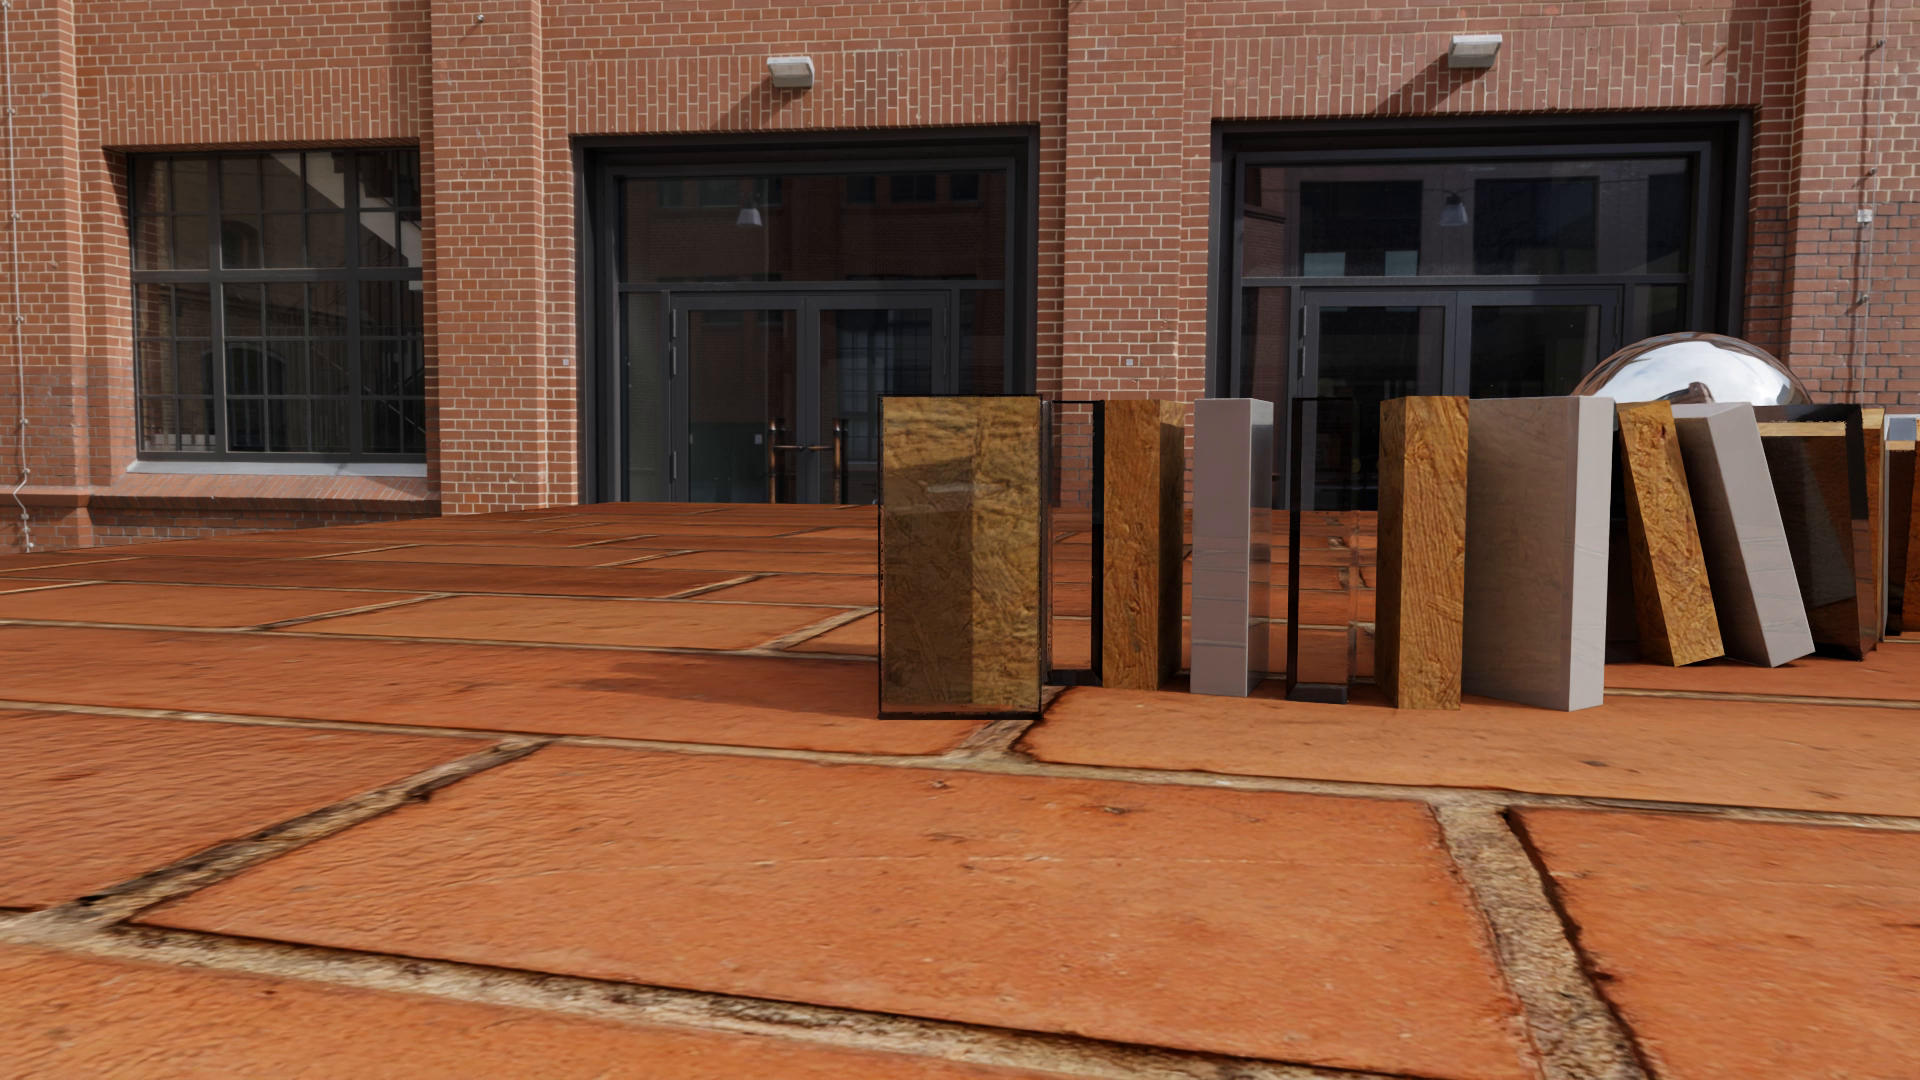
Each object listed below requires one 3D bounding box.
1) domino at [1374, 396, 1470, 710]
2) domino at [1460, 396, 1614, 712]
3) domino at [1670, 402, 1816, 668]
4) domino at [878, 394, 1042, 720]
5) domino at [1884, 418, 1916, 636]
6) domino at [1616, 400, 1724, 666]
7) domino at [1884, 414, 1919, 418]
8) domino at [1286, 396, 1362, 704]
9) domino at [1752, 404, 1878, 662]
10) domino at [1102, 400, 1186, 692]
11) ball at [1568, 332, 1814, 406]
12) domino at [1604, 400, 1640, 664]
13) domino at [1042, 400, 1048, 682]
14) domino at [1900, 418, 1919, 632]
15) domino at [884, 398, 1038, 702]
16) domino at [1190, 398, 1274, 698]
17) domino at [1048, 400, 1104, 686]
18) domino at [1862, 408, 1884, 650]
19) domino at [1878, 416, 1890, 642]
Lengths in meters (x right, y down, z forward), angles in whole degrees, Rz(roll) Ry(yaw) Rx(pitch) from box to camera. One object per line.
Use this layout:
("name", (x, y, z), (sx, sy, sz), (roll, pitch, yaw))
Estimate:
("domino", (0.077, 0.001, 0.216), (0.009, 0.050, 0.025), (1, 4, 9))
("domino", (0.094, 0.001, 0.215), (0.009, 0.050, 0.025), (-3, 5, -33))
("domino", (0.149, -0.002, 0.254), (0.009, 0.050, 0.025), (-19, 6, -6))
("domino", (0.000, 0.002, 0.201), (0.025, 0.050, 0.010), (0, 4, 0))
("domino", (0.194, -0.003, 0.283), (0.025, 0.050, 0.009), (3, 36, 34))
("domino", (0.136, -0.002, 0.256), (0.009, 0.050, 0.025), (-14, 4, 3))
("domino", (0.215, -0.004, 0.298), (0.025, 0.050, 0.010), (3, 31, 32))
("domino", (0.063, 0.001, 0.221), (0.009, 0.050, 0.025), (2, 5, 21))
("domino", (0.165, -0.002, 0.256), (0.009, 0.050, 0.025), (-30, 22, -34))
("domino", (0.034, 0.000, 0.232), (0.009, 0.050, 0.025), (2, 5, 20))
("ball", (0.244, -0.030, 0.434), (0.080, 0.080, 0.080), (0, 4, 0))
("domino", (0.123, -0.002, 0.257), (0.010, 0.050, 0.025), (-7, 4, 3))
("domino", (0.003, 0.000, 0.231), (0.025, 0.050, 0.010), (3, 5, 36))
("domino", (0.205, -0.003, 0.289), (0.025, 0.050, 0.010), (3, 36, 34))
("domino", (0.000, 0.001, 0.216), (0.025, 0.050, 0.009), (0, 4, 5))
("domino", (0.048, 0.001, 0.227), (0.009, 0.050, 0.025), (2, 5, 22))
("domino", (0.020, 0.000, 0.237), (0.009, 0.050, 0.025), (0, 4, -3))
("domino", (0.175, -0.002, 0.265), (0.025, 0.050, 0.010), (3, 30, 39))
("domino", (0.184, -0.002, 0.276), (0.025, 0.050, 0.010), (3, 36, 39))
